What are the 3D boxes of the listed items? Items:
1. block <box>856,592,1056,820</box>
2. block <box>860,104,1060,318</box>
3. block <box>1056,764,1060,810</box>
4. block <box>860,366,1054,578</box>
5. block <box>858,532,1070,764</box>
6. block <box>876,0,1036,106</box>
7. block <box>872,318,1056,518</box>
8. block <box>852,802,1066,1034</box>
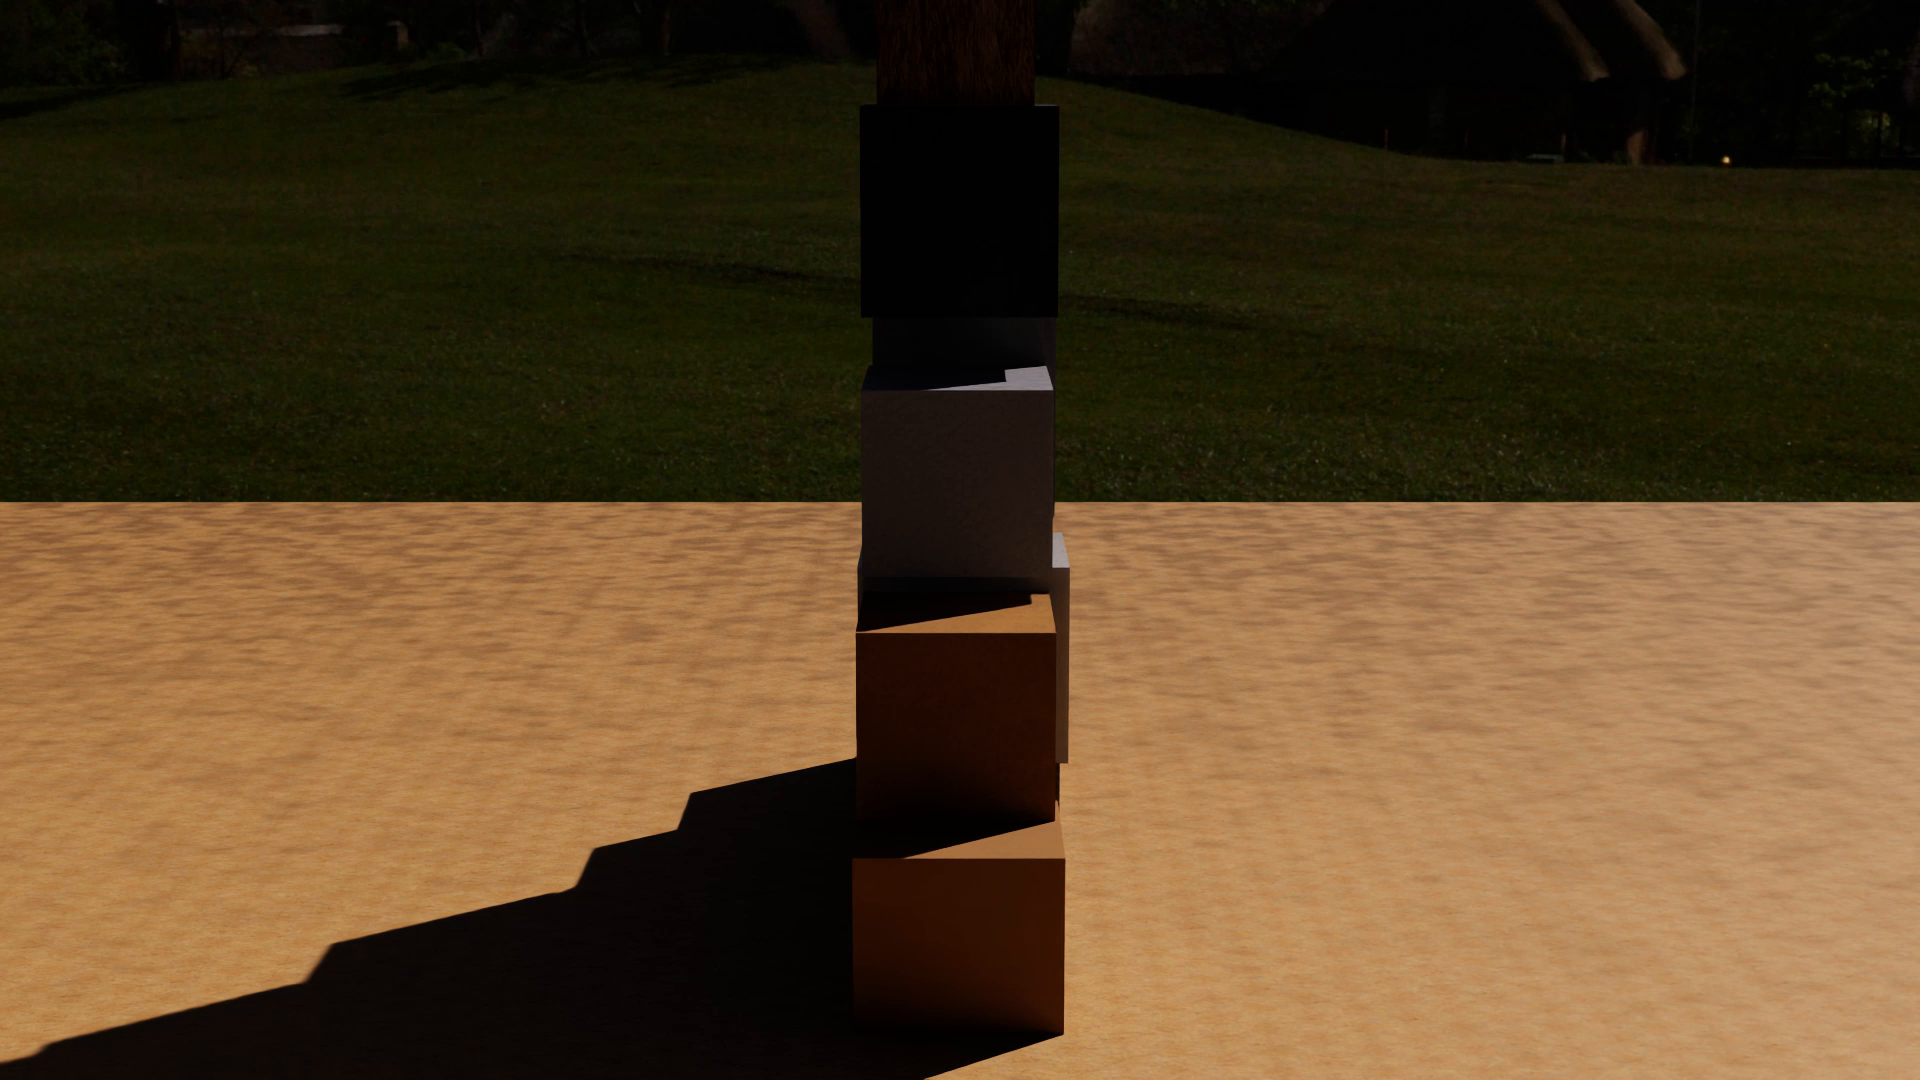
[{"bbox_3d":[-0.015,0.643,10.198,0.761,0.733,0.846,0,10,0],"label":"block"},{"bbox_3d":[-0.002,-1.415,10.920,0.813,0.861,0.803,0,10,0],"label":"block"},{"bbox_3d":[0.009,0.922,11.957,0.881,0.908,0.836,0,10,0],"label":"block"},{"bbox_3d":[-0.011,-0.301,10.697,0.766,0.758,0.884,0,10,0],"label":"block"},{"bbox_3d":[0.015,0.449,11.014,0.873,0.831,0.818,0,10,0],"label":"block"},{"bbox_3d":[-0.018,-2.173,10.780,0.645,0.680,0.712,0,10,0],"label":"block"},{"bbox_3d":[0.018,-0.623,11.521,0.790,0.914,0.833,0,10,0],"label":"block"},{"bbox_3d":[-0.004,1.430,9.805,0.779,0.678,0.750,0,10,0],"label":"block"}]
